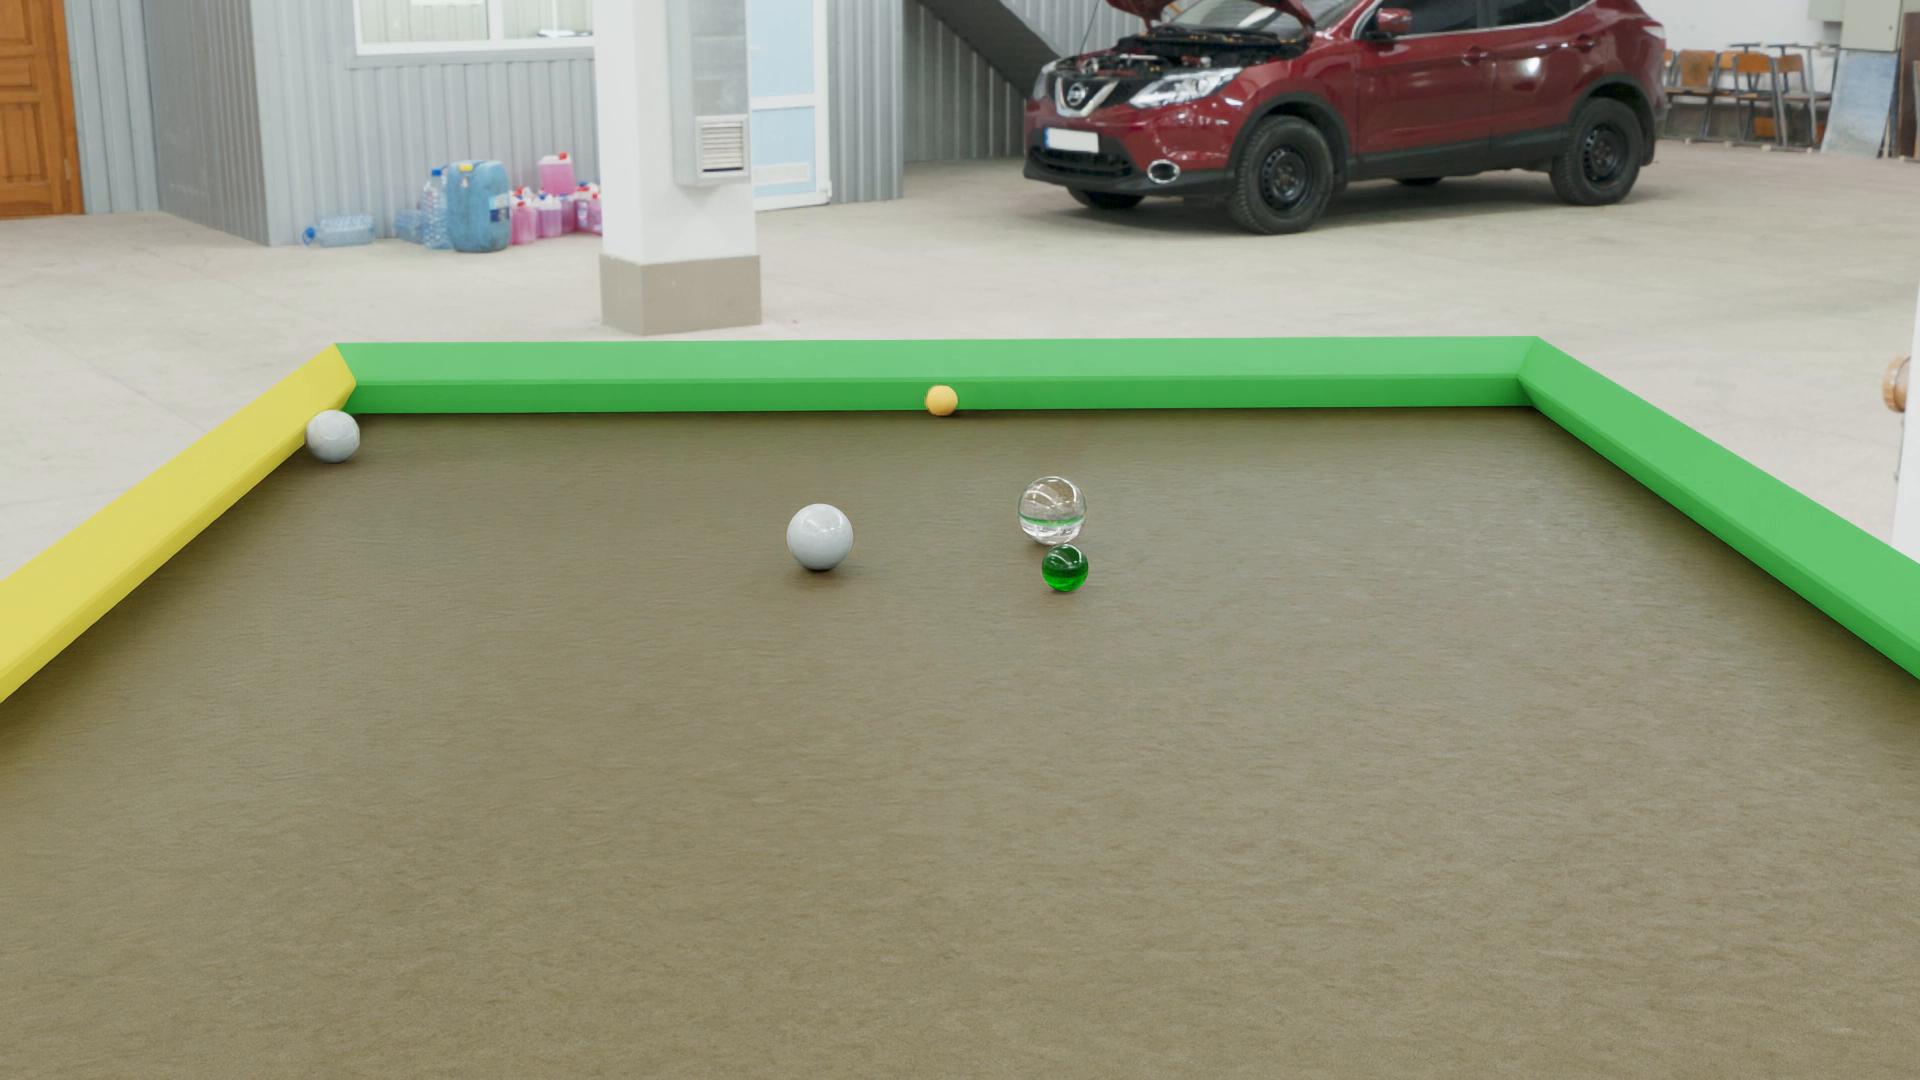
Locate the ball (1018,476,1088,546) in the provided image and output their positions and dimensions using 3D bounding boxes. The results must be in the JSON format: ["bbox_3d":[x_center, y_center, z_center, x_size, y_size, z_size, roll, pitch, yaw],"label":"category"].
[{"bbox_3d":[0.127,-0.040,3.014,0.096,0.096,0.096,0,15,0],"label":"ball"}]

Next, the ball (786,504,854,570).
[{"bbox_3d":[-0.184,-0.004,2.896,0.088,0.088,0.088,0,15,0],"label":"ball"}]

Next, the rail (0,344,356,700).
[{"bbox_3d":[-1.005,0.252,1.868,0.045,0.124,4.135,0,15,-2],"label":"rail"}]

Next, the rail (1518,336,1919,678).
[{"bbox_3d":[1.073,0.235,1.934,0.045,0.124,4.135,0,15,-2],"label":"rail"}]

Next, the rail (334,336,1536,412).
[{"bbox_3d":[-0.033,-0.287,3.874,2.126,0.124,0.045,0,15,-2],"label":"rail"}]

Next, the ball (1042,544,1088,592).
[{"bbox_3d":[0.134,0.035,2.802,0.060,0.060,0.060,0,15,0],"label":"ball"}]

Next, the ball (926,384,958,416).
[{"bbox_3d":[-0.031,-0.244,3.851,0.055,0.055,0.055,0,15,0],"label":"ball"}]

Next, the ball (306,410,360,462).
[{"bbox_3d":[-0.998,-0.166,3.503,0.084,0.084,0.084,0,15,0],"label":"ball"}]
